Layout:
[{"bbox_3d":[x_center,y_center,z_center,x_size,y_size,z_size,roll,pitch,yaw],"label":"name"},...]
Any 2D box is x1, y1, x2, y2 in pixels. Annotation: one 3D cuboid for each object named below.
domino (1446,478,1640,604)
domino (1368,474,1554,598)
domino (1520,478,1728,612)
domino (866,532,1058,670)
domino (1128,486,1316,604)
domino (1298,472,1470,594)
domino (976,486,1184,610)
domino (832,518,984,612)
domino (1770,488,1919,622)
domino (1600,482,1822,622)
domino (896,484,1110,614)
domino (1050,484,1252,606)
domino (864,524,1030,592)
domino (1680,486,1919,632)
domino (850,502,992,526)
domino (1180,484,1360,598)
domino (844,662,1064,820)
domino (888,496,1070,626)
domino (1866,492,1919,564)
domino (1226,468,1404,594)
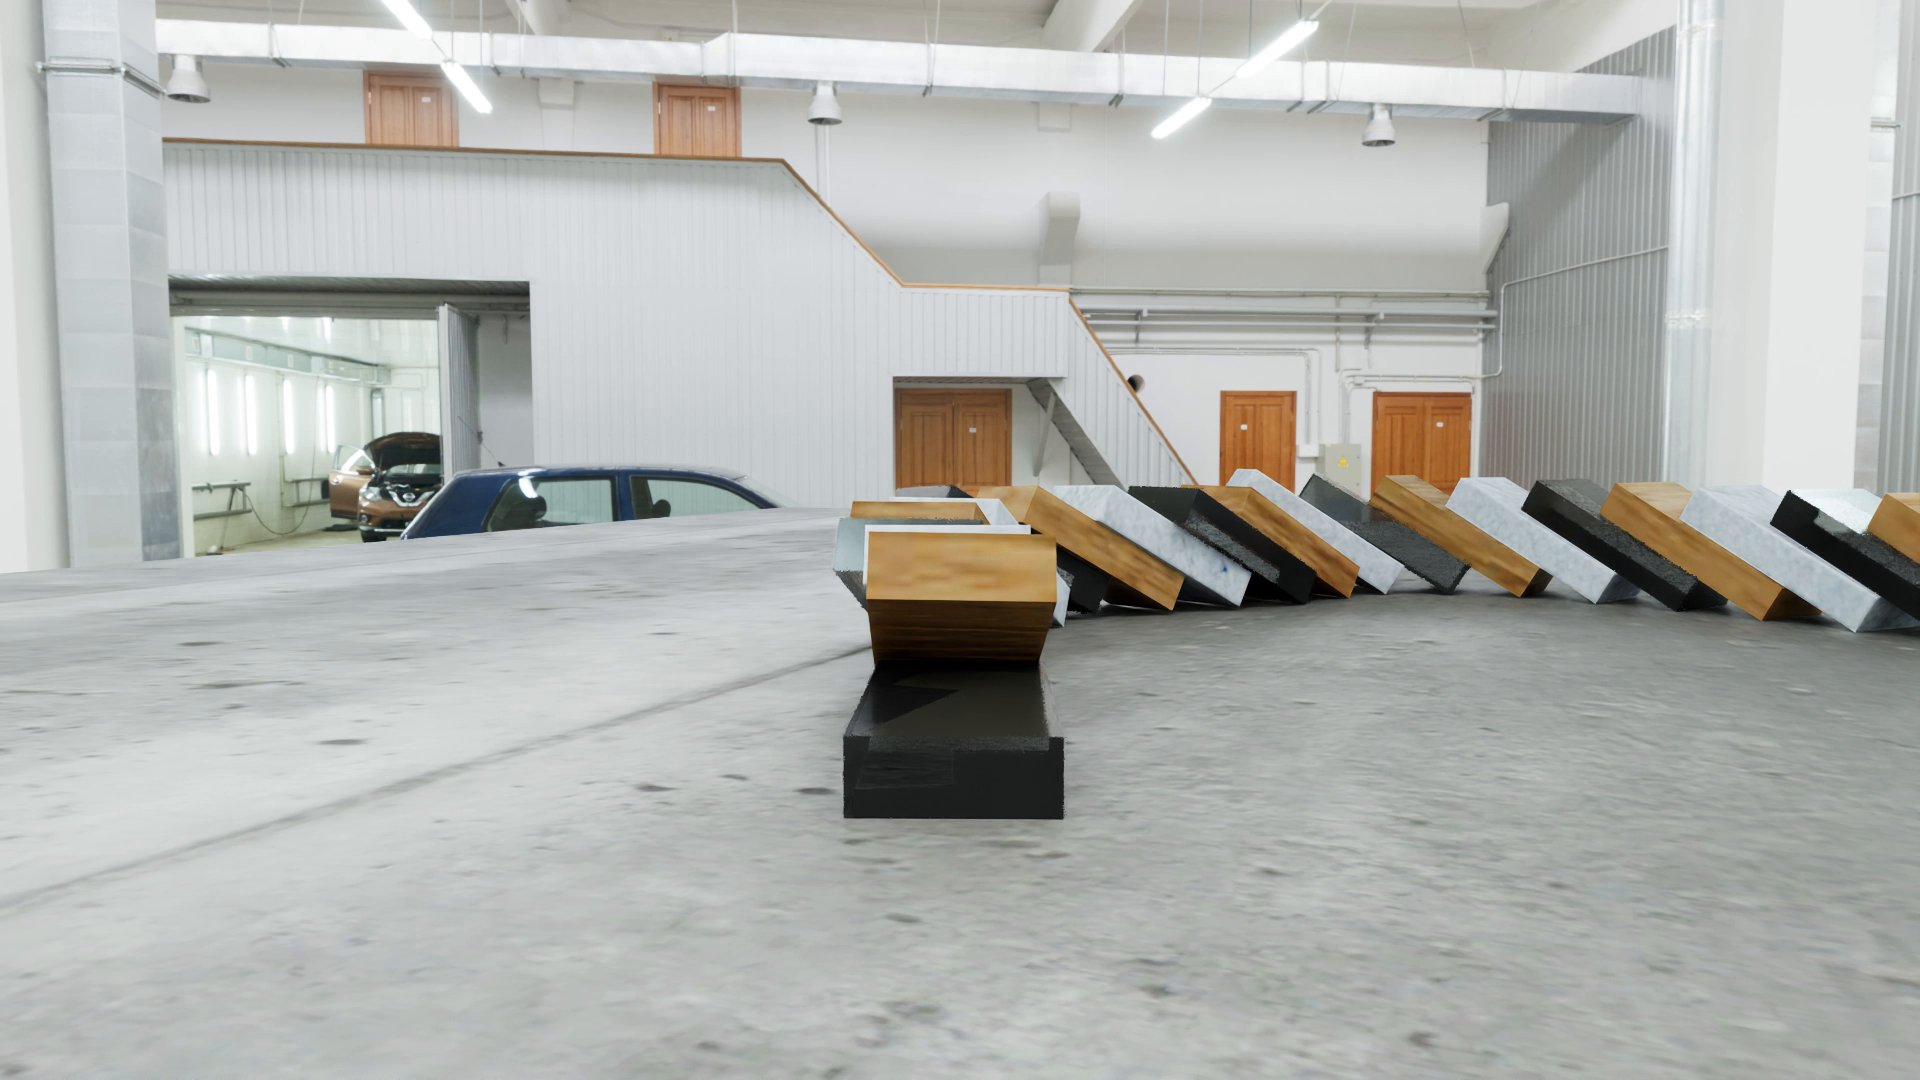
[{"bbox_3d":[0.166,-0.001,0.362,0.025,0.009,0.050,-3,34,-40],"label":"domino"},{"bbox_3d":[0.147,-0.002,0.374,0.050,0.009,0.025,38,25,31],"label":"domino"},{"bbox_3d":[0.181,0.000,0.347,0.025,0.010,0.050,-3,34,-34],"label":"domino"},{"bbox_3d":[0.000,0.013,0.193,0.025,0.009,0.050,1,-21,-1],"label":"domino"},{"bbox_3d":[0.068,0.001,0.337,0.050,0.009,0.025,30,-13,-32],"label":"domino"},{"bbox_3d":[0.124,-0.003,0.377,0.050,0.009,0.025,34,14,14],"label":"domino"},{"bbox_3d":[0.029,0.002,0.319,0.050,0.009,0.025,29,-14,-28],"label":"domino"},{"bbox_3d":[-0.005,0.010,0.241,0.025,0.010,0.050,1,-21,11],"label":"domino"},{"bbox_3d":[0.216,0.005,0.293,0.025,0.009,0.050,-1,32,-19],"label":"domino"},{"bbox_3d":[0.194,0.002,0.330,0.025,0.009,0.050,-2,33,-28],"label":"domino"},{"bbox_3d":[0.009,0.003,0.311,0.050,0.009,0.025,29,-15,-28],"label":"domino"},{"bbox_3d":[0.048,0.002,0.328,0.050,0.009,0.025,29,-13,-28],"label":"domino"},{"bbox_3d":[-0.002,0.011,0.216,0.025,0.009,0.050,0,-21,1],"label":"domino"},{"bbox_3d":[0.205,0.003,0.312,0.025,0.009,0.050,-2,33,-24],"label":"domino"},{"bbox_3d":[-0.002,0.007,0.263,0.025,0.009,0.050,1,-23,19],"label":"domino"},{"bbox_3d":[0.084,0.001,0.351,0.050,0.010,0.025,30,-14,-33],"label":"domino"},{"bbox_3d":[0.000,0.025,0.170,0.025,0.010,0.050,0,4,1],"label":"domino"},{"bbox_3d":[0.005,0.006,0.284,0.025,0.010,0.050,2,-23,24],"label":"domino"},{"bbox_3d":[0.225,0.006,0.273,0.025,0.009,0.050,-1,32,-14],"label":"domino"},{"bbox_3d":[0.101,-0.003,0.372,0.050,0.009,0.025,33,3,-2],"label":"domino"}]
